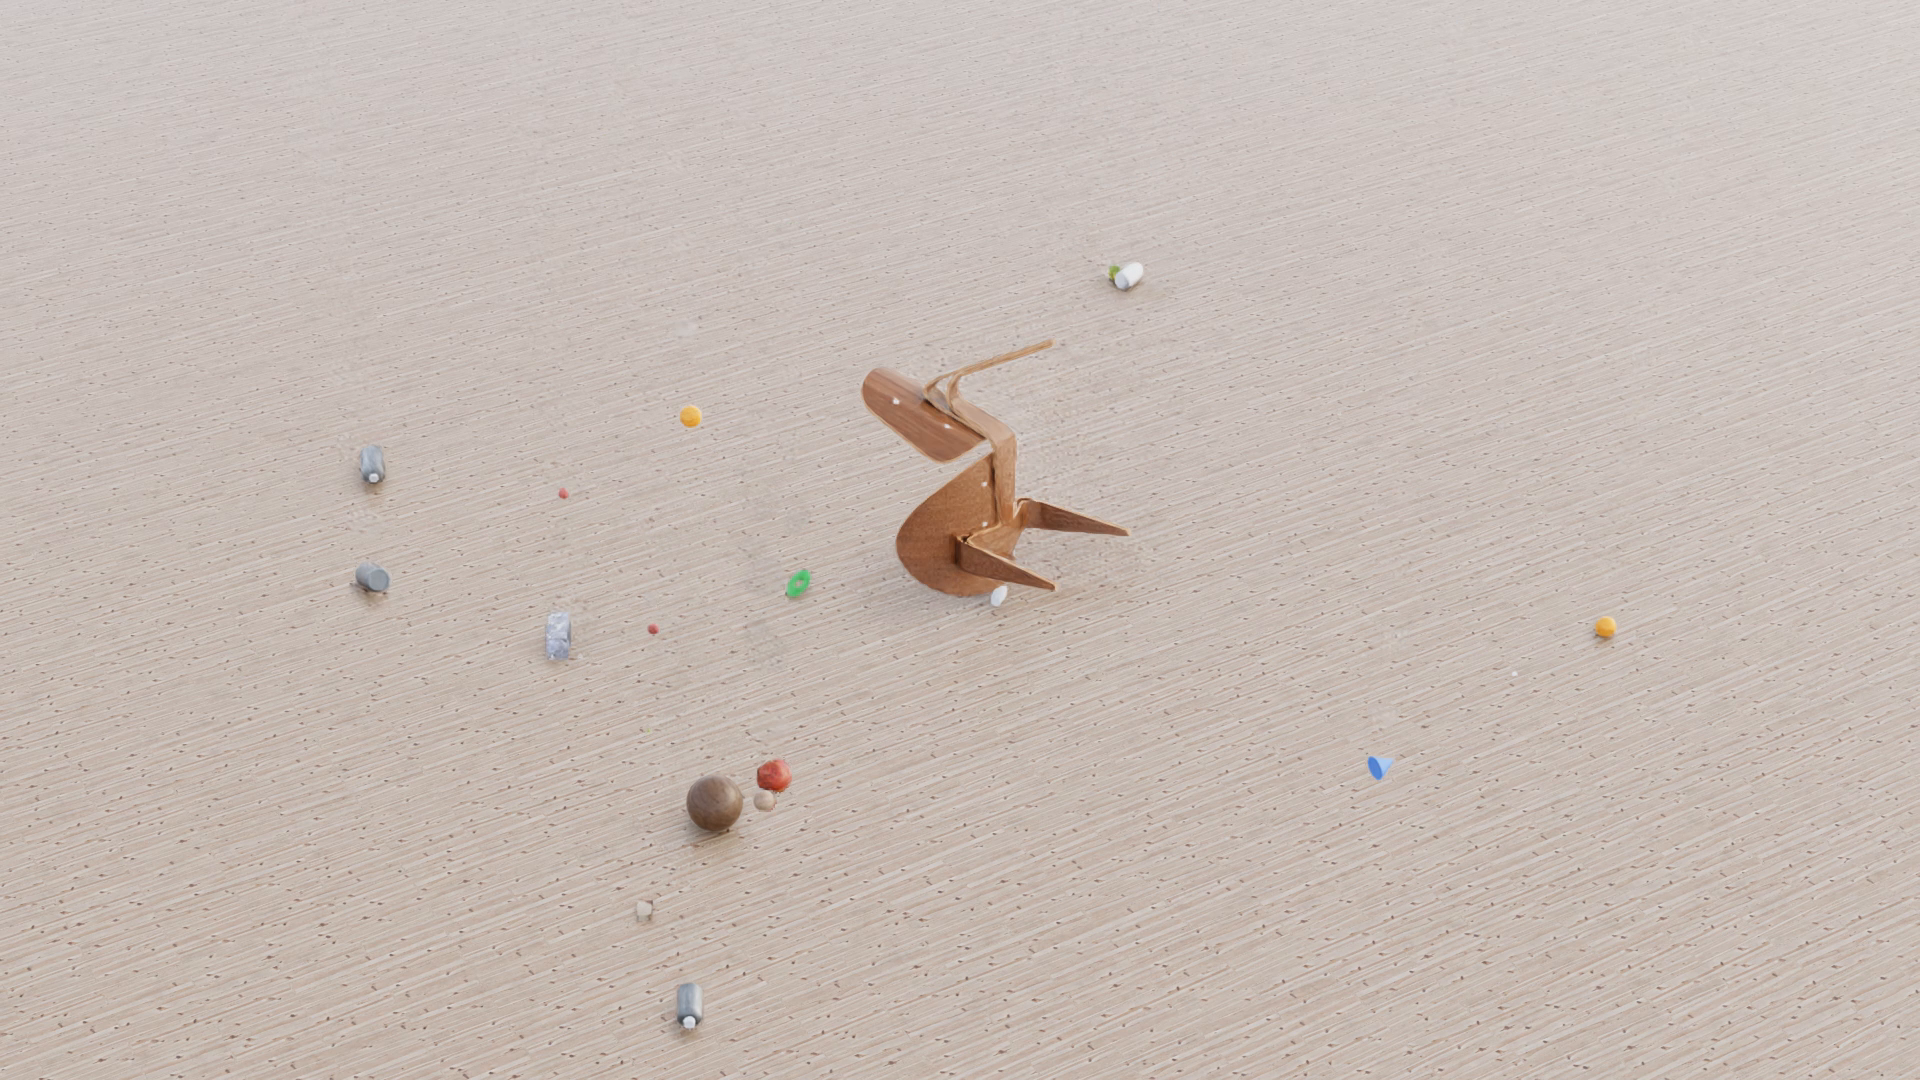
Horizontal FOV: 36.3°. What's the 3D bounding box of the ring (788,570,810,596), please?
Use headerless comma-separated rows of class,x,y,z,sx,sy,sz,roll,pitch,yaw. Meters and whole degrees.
ring,-0.585,0.157,10.649,0.066,0.031,0.126,40,57,-4

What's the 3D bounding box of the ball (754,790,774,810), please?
ball,-0.609,0.808,9.107,0.065,0.065,0.065,0,33,0

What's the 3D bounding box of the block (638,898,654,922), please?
block,-0.984,1.157,9.165,0.045,0.027,0.076,-1,33,-2

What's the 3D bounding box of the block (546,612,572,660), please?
block,-1.415,0.339,10.348,0.071,0.090,0.159,-2,33,-3

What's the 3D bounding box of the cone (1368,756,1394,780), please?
cone,1.411,0.742,9.735,0.079,0.084,0.080,-22,30,-21

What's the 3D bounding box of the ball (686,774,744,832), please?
ball,-0.794,0.850,9.486,0.185,0.185,0.185,0,33,0
